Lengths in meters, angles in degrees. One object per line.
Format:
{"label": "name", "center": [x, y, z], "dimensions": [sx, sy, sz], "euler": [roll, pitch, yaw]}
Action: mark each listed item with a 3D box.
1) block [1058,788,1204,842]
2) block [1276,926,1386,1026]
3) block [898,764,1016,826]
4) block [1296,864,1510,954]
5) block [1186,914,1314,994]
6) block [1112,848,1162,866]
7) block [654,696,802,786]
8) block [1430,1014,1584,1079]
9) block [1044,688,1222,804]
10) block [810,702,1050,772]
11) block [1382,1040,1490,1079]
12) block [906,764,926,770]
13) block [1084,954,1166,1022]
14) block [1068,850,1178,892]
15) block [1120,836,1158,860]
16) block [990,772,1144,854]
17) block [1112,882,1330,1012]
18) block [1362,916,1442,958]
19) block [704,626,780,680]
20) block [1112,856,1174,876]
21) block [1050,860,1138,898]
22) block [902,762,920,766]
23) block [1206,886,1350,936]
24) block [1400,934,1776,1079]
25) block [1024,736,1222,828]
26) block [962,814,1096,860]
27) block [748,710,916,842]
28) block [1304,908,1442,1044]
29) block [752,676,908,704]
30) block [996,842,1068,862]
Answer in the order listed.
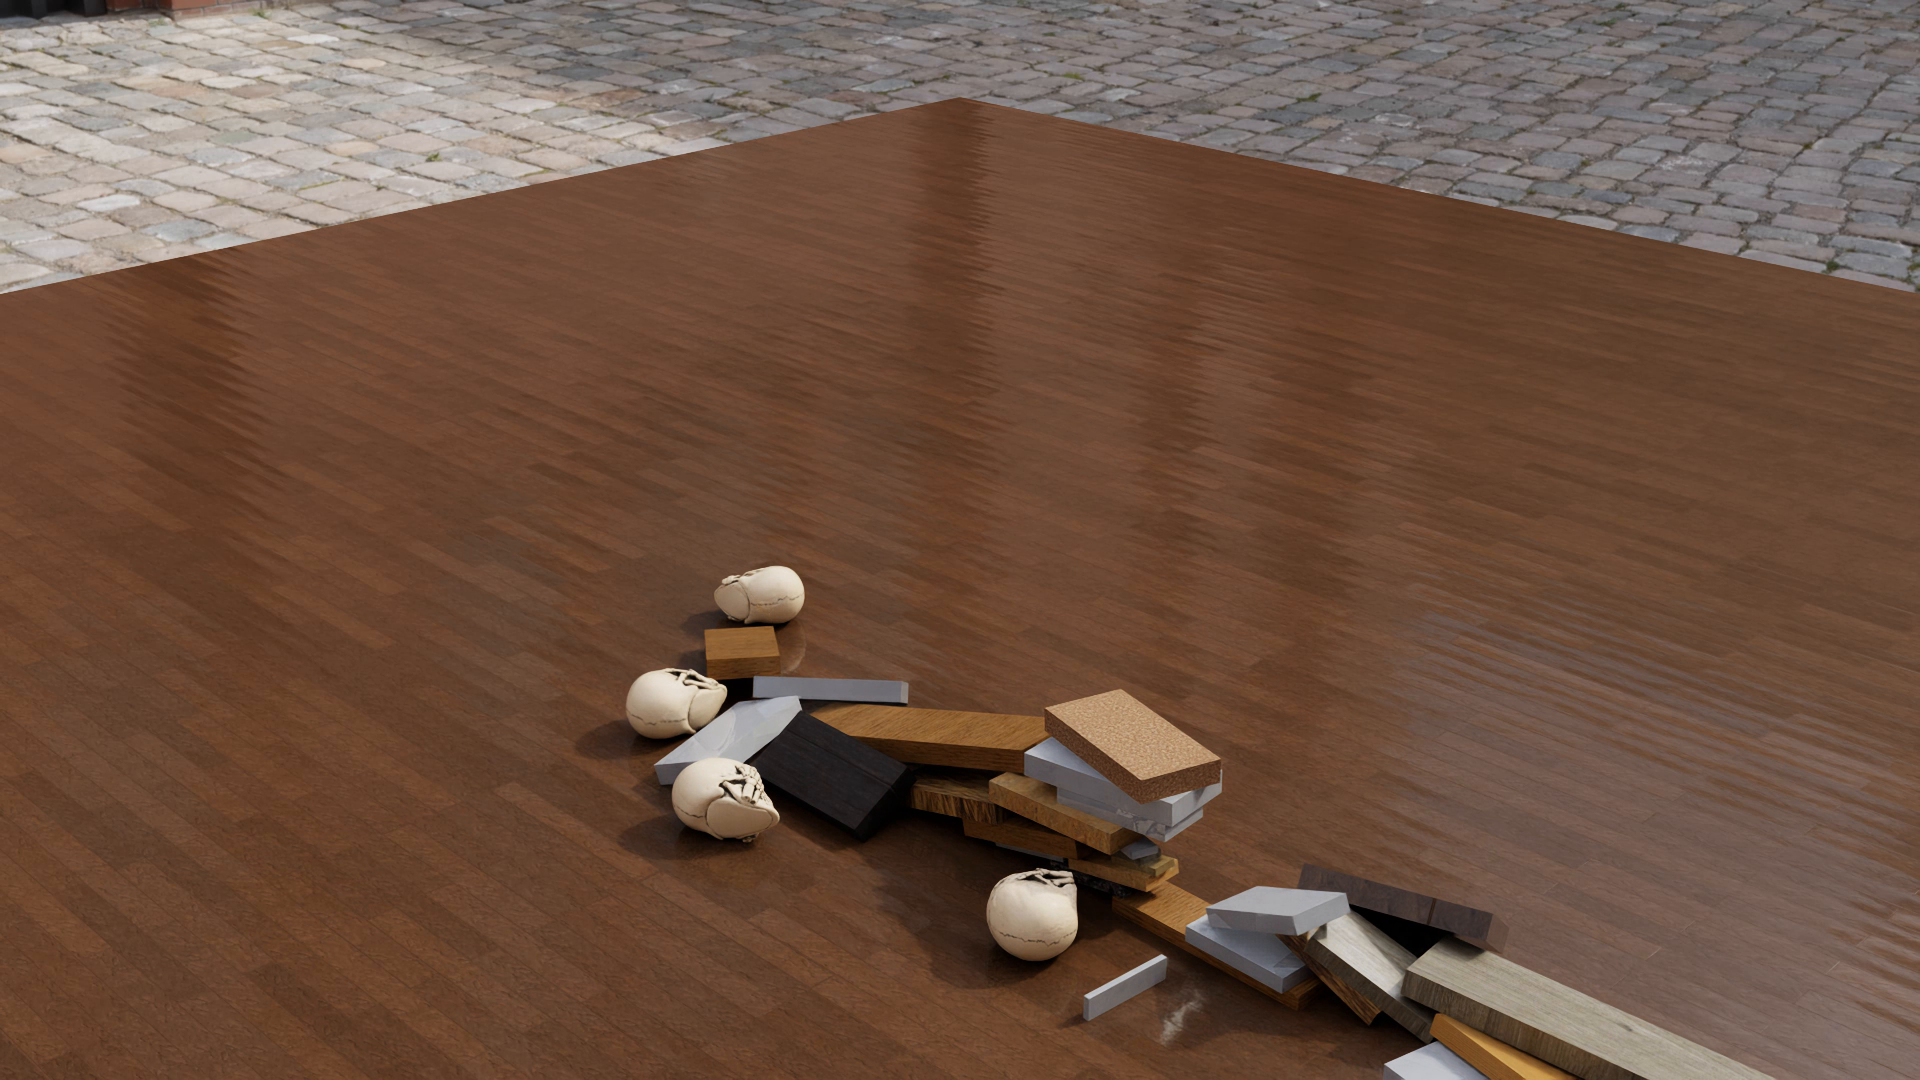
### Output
{"label": "block", "center": [0.317, 0.489, 4.112], "dimensions": [0.247, 0.035, 0.123], "euler": [16, 27, 37]}
{"label": "block", "center": [0.672, 0.740, 3.853], "dimensions": [0.112, 0.032, 0.225], "euler": [-17, 51, -44]}
{"label": "block", "center": [0.015, 0.501, 4.404], "dimensions": [0.309, 0.044, 0.154], "euler": [4, 19, 46]}
{"label": "block", "center": [0.793, 0.659, 3.933], "dimensions": [0.345, 0.049, 0.172], "euler": [12, -12, 27]}
{"label": "block", "center": [0.524, 0.727, 3.925], "dimensions": [0.113, 0.032, 0.225], "euler": [-20, 30, -39]}
{"label": "block", "center": [0.320, 0.579, 4.117], "dimensions": [0.054, 0.015, 0.107], "euler": [-19, 21, -36]}
{"label": "block", "center": [-0.485, 0.421, 4.646], "dimensions": [0.161, 0.046, 0.322], "euler": [-8, 16, 32]}
{"label": "block", "center": [0.914, 0.861, 3.629], "dimensions": [0.131, 0.037, 0.261], "euler": [7, 15, -34]}
{"label": "block", "center": [0.320, 0.384, 4.134], "dimensions": [0.172, 0.049, 0.345], "euler": [-12, 24, -26]}
{"label": "block", "center": [-0.074, 0.402, 4.522], "dimensions": [0.687, 0.047, 0.167], "euler": [0, 17, 43]}
{"label": "block", "center": [0.825, 0.911, 3.567], "dimensions": [0.130, 0.037, 0.261], "euler": [-14, 27, -30]}
{"label": "block", "center": [-0.122, 0.470, 4.557], "dimensions": [0.061, 0.017, 0.121], "euler": [-21, 2, -38]}
{"label": "block", "center": [0.290, 0.784, 3.854], "dimensions": [0.192, 0.046, 0.013], "euler": [-19, 29, -37]}
{"label": "block", "center": [0.307, 0.611, 4.144], "dimensions": [0.191, 0.027, 0.095], "euler": [10, 23, 44]}
{"label": "block", "center": [0.321, 0.565, 4.109], "dimensions": [0.054, 0.015, 0.107], "euler": [-12, 17, -20]}
{"label": "block", "center": [0.220, 0.501, 4.192], "dimensions": [0.309, 0.044, 0.154], "euler": [19, 29, 41]}
{"label": "block", "center": [0.477, 0.728, 4.004], "dimensions": [0.113, 0.032, 0.443], "euler": [-20, 30, -39]}
{"label": "block", "center": [0.768, 0.728, 4.000], "dimensions": [0.247, 0.035, 0.123], "euler": [6, 24, 13]}
{"label": "block", "center": [-0.498, 0.255, 5.008], "dimensions": [0.161, 0.046, 0.322], "euler": [-3, 10, -7]}
{"label": "block", "center": [0.341, 0.598, 4.100], "dimensions": [0.107, 0.015, 0.054], "euler": [10, 23, 44]}
{"label": "block", "center": [0.275, 0.629, 4.189], "dimensions": [0.095, 0.027, 0.191], "euler": [-20, 22, -40]}
{"label": "block", "center": [-0.108, 0.441, 4.531], "dimensions": [0.061, 0.017, 0.121], "euler": [-22, 16, -39]}
{"label": "block", "center": [0.559, 0.654, 3.883], "dimensions": [0.123, 0.035, 0.247], "euler": [-16, 3, -31]}
{"label": "block", "center": [1.059, 0.832, 3.638], "dimensions": [0.639, 0.049, 0.172], "euler": [21, 24, 30]}
{"label": "block", "center": [0.305, 0.437, 4.132], "dimensions": [0.335, 0.047, 0.167], "euler": [16, 27, 36]}
{"label": "block", "center": [0.167, 0.551, 4.279], "dimensions": [0.154, 0.044, 0.309], "euler": [-21, 17, -40]}
{"label": "block", "center": [-0.261, 0.477, 4.472], "dimensions": [0.335, 0.047, 0.167], "euler": [22, 63, 42]}
{"label": "block", "center": [0.737, 0.750, 3.816], "dimensions": [0.261, 0.037, 0.131], "euler": [36, 36, 18]}
{"label": "block", "center": [-0.282, 0.330, 4.835], "dimensions": [0.322, 0.046, 0.161], "euler": [2, -5, 4]}
{"label": "block", "center": [0.167, 0.584, 4.295], "dimensions": [0.095, 0.027, 0.191], "euler": [-20, 17, -39]}
